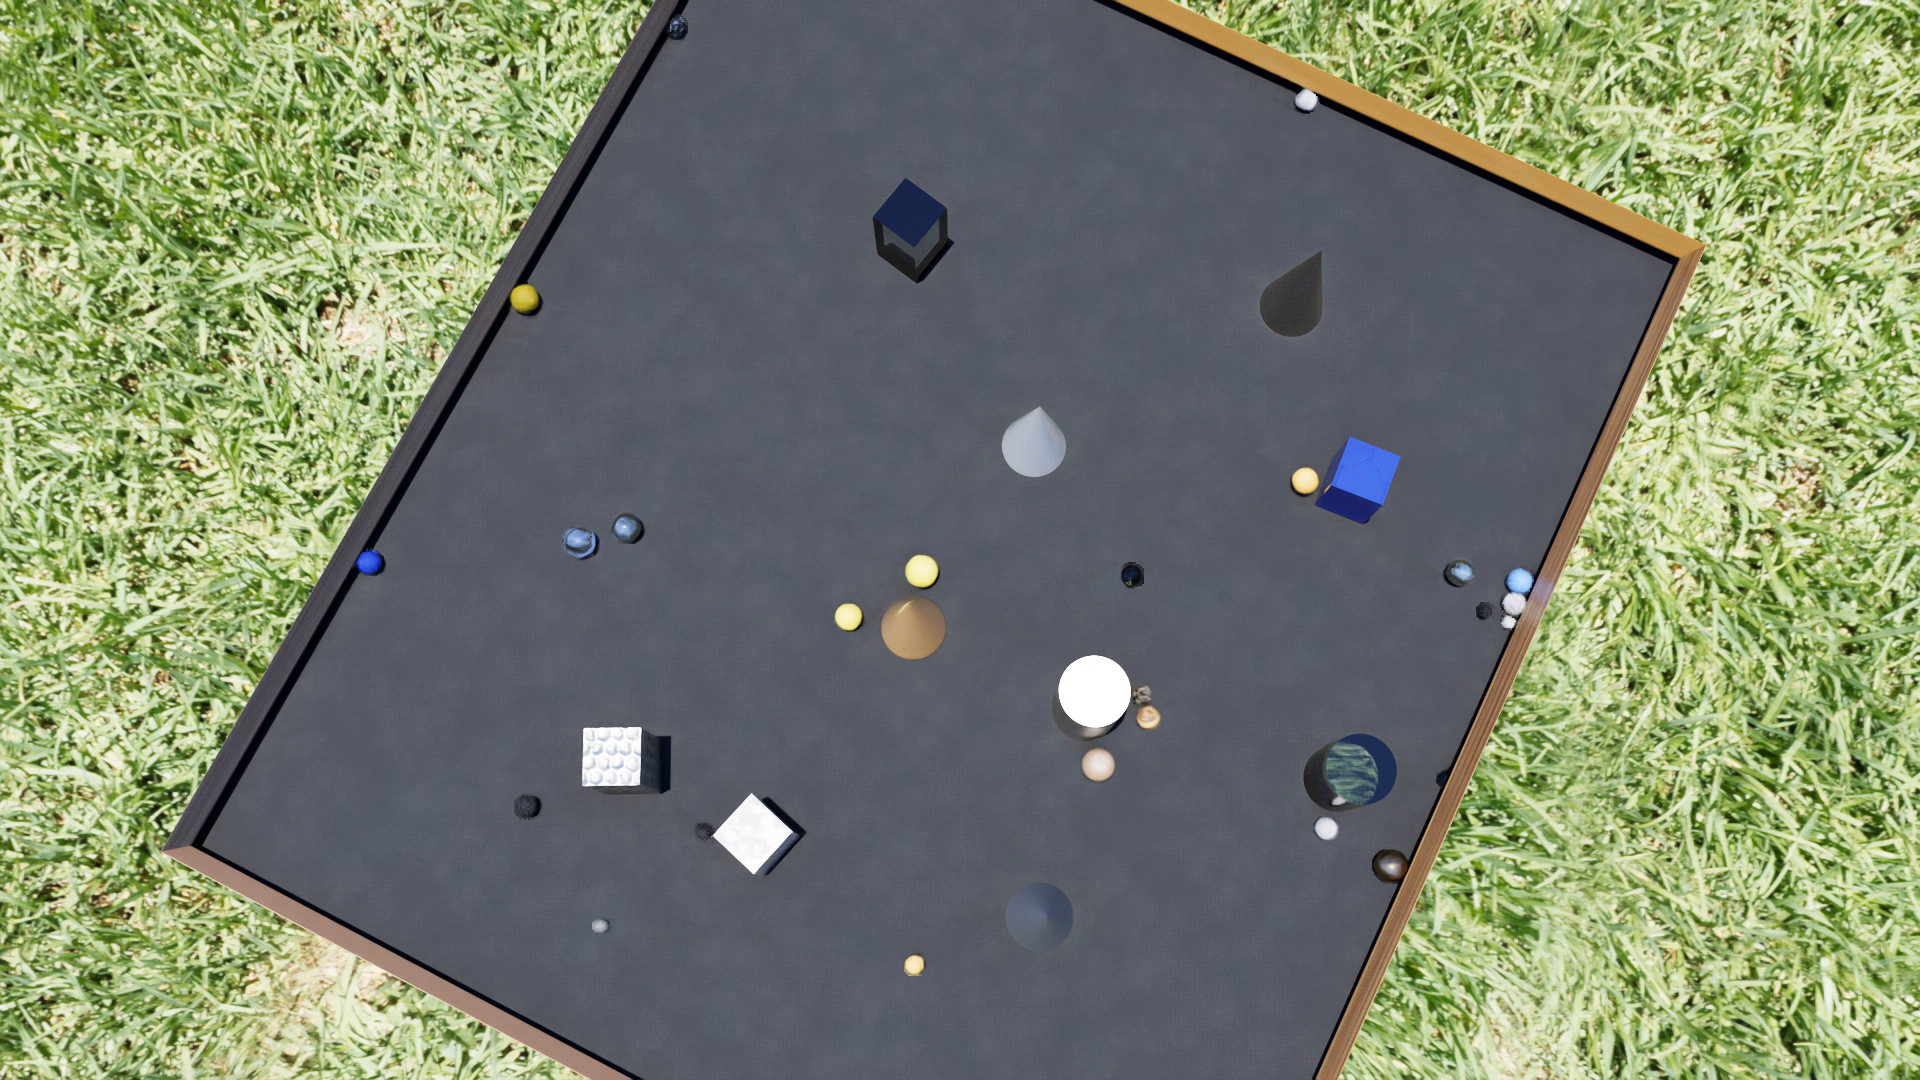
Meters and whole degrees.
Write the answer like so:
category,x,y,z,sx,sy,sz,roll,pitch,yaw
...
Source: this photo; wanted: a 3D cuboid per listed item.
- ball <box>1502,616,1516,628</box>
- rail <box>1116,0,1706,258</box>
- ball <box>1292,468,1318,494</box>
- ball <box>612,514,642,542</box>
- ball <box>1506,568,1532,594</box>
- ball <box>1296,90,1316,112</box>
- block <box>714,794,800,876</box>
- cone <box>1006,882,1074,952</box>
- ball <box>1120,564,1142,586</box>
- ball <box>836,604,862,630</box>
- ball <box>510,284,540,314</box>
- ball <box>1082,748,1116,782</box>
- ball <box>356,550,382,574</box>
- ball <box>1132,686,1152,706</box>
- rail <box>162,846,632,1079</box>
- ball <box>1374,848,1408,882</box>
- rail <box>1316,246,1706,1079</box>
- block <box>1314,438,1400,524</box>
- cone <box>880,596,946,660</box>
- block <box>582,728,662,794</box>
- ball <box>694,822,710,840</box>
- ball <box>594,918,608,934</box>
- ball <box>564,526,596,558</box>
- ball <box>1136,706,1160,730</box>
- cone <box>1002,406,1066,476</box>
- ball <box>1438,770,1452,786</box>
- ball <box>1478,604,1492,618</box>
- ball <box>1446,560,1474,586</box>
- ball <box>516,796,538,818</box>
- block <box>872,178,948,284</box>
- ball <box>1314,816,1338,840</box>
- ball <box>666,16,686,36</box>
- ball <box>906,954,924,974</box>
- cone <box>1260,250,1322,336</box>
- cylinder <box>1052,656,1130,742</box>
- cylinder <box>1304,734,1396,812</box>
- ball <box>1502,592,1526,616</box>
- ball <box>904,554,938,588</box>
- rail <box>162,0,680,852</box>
category,x,y,z,sx,sy,sz,roll,pitch,yaw
ball,1.660,0.248,5.544,0.041,0.041,0.041,0,78,0
rail,0.823,-1.605,5.882,3.307,0.129,0.045,26,80,5
ball,1.057,-0.179,5.612,0.081,0.081,0.081,0,78,0
ball,-1.015,-0.037,5.579,0.089,0.089,0.089,0,78,0
ball,1.695,0.124,5.552,0.076,0.076,0.076,0,78,0
ball,1.109,-1.409,5.874,0.068,0.068,0.068,0,78,0
block,-0.585,0.855,5.301,0.159,0.271,0.159,42,81,8
cone,0.234,1.059,5.154,0.199,0.477,0.199,0,78,0
ball,0.521,0.107,5.562,0.065,0.065,0.065,0,78,0
ball,-0.335,0.231,5.527,0.082,0.082,0.082,0,78,0
ball,-1.361,-0.753,5.727,0.089,0.089,0.089,0,78,0
ball,0.409,0.666,5.428,0.099,0.099,0.099,0,78,0
ball,-1.795,0.069,5.565,0.074,0.074,0.074,0,78,0
ball,0.546,0.466,5.489,0.060,0.060,0.060,0,78,0
rail,-0.823,1.619,5.214,3.307,0.129,0.045,26,80,5
ball,1.263,0.954,5.370,0.097,0.097,0.097,0,78,0
rail,1.458,0.721,5.400,0.045,0.129,3.728,26,80,5
block,1.194,-0.176,5.516,0.159,0.268,0.159,22,79,4
cone,-0.141,0.218,5.333,0.199,0.468,0.199,0,78,0
block,-0.971,0.642,5.292,0.159,0.376,0.159,-1,78,0
ball,-0.760,0.860,5.414,0.048,0.048,0.048,0,78,0
ball,-1.049,1.129,5.361,0.042,0.042,0.042,0,78,0
ball,-1.155,0.005,5.567,0.095,0.095,0.095,0,78,0
ball,0.562,0.530,5.471,0.070,0.070,0.070,0,78,0
cone,0.229,-0.337,5.457,0.199,0.449,0.199,0,78,0
ball,1.442,0.708,5.446,0.046,0.046,0.046,0,78,0
ball,1.590,0.216,5.549,0.045,0.045,0.045,0,78,0
ball,1.515,0.099,5.556,0.080,0.080,0.080,0,78,0
ball,-1.280,0.788,5.420,0.066,0.066,0.066,0,78,0
block,-0.150,-0.950,5.652,0.159,0.316,0.159,37,81,7
ball,1.079,0.850,5.407,0.066,0.066,0.066,0,78,0
ball,-0.921,-1.662,5.928,0.065,0.065,0.065,0,78,0
ball,-0.131,1.235,5.333,0.055,0.055,0.055,0,78,0
cone,1.043,-0.785,5.526,0.199,0.496,0.199,0,78,0
cylinder,0.375,0.464,5.305,0.199,0.422,0.199,0,78,0
cylinder,1.124,0.677,5.300,0.199,0.346,0.199,0,78,0
ball,1.677,0.194,5.541,0.070,0.070,0.070,0,78,0
ball,-0.117,0.095,5.546,0.100,0.100,0.100,0,78,0
rail,-1.458,-0.707,5.696,0.045,0.129,3.728,26,80,5
